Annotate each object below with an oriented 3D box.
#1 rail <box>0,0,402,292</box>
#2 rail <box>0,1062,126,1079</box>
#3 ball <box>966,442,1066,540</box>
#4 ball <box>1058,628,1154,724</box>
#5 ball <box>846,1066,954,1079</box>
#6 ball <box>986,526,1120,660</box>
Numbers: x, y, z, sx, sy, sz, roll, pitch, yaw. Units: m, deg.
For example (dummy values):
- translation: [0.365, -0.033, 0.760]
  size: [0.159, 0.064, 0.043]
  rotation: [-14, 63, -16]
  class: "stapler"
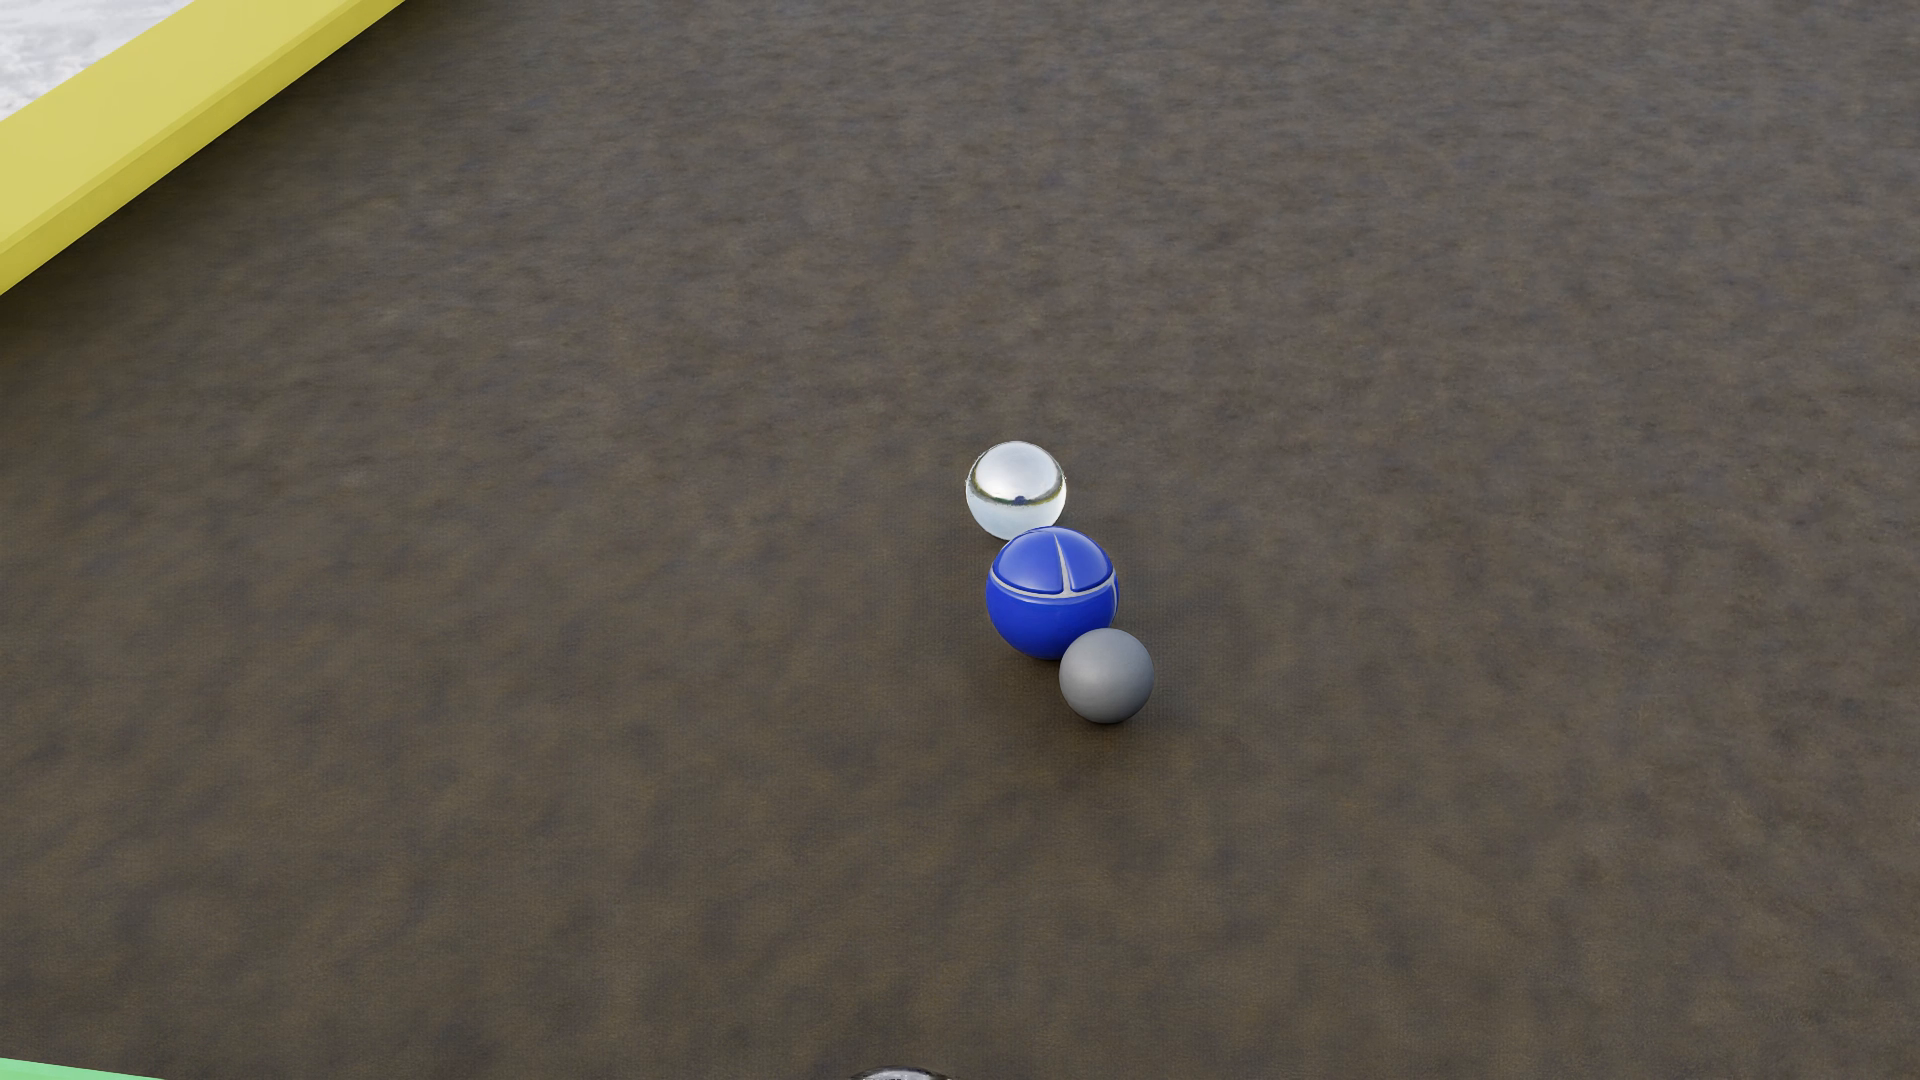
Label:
- translation: [-0.655, -0.416, 2.623]
  size: [0.045, 0.128, 2.943]
  rotation: [5, 27, 11]
  class: "rail"
- translation: [-0.146, 0.282, 1.199]
  size: [1.694, 0.128, 0.045]
  rotation: [5, 27, 11]
  class: "rail"
- translation: [0.037, -0.032, 1.913]
  size: [0.065, 0.065, 0.065]
  rotation: [0, 26, 0]
  class: "ball"
- translation: [0.085, 0.078, 1.700]
  size: [0.055, 0.055, 0.055]
  rotation: [0, 26, 0]
  class: "ball"
- translation: [-0.026, 0.274, 1.253]
  size: [0.099, 0.099, 0.099]
  rotation: [0, 26, 0]
  class: "ball"
- translation: [0.055, 0.032, 1.766]
  size: [0.081, 0.081, 0.081]
  rotation: [0, 26, 0]
  class: "ball"
